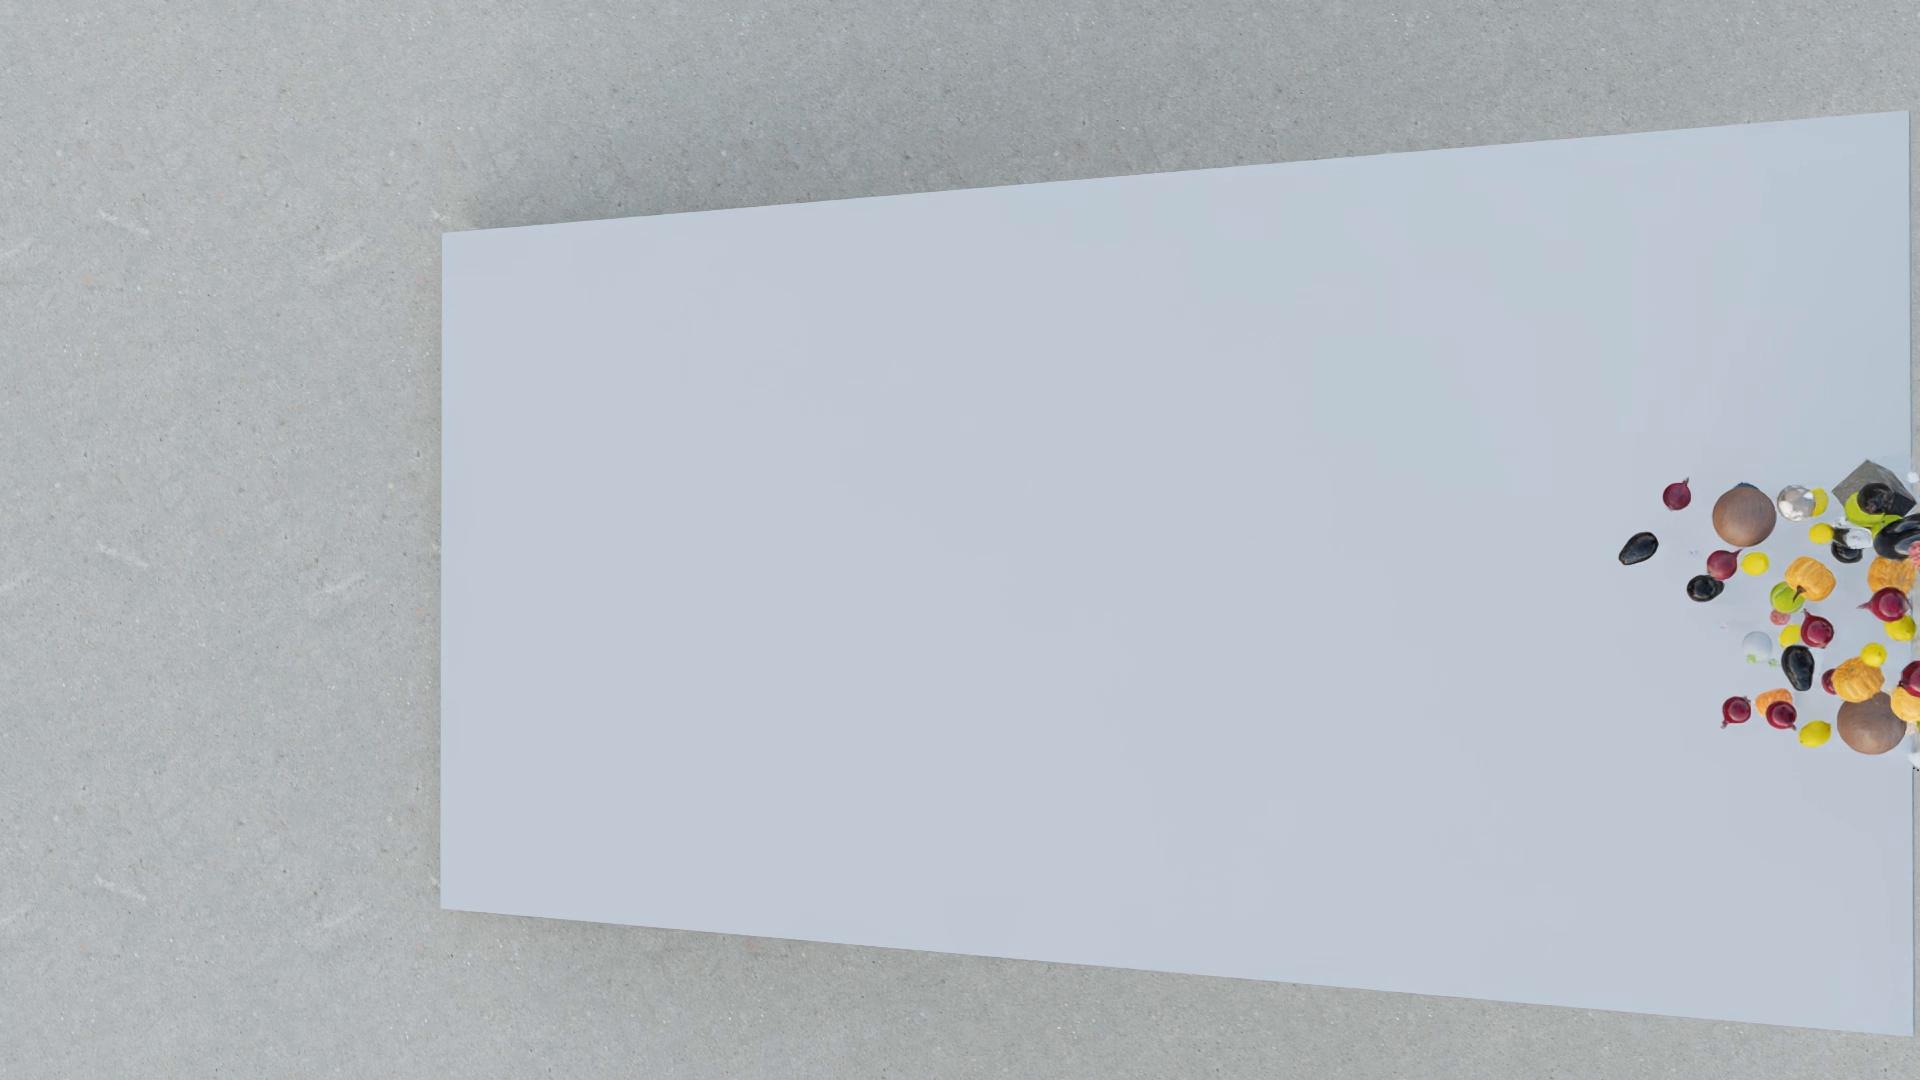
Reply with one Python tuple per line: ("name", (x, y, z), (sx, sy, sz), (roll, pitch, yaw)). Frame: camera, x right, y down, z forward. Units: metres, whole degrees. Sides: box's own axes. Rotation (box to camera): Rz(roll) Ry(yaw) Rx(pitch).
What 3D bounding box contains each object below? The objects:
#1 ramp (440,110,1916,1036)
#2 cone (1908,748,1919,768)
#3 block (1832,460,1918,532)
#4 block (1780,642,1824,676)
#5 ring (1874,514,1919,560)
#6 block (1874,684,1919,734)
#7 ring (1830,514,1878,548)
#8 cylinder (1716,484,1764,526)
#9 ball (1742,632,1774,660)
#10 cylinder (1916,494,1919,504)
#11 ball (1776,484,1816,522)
("ramp", (0.280, 0.080, 5.675), (4.000, 0.100, 2.000), (0, 89, 26))
("cone", (1.784, 0.376, 3.999), (0.084, 0.084, 0.084), (35, 79, 0))
("block", (1.750, -0.082, 4.207), (0.091, 0.091, 0.091), (16, 126, -38))
("block", (1.776, 0.250, 4.640), (0.059, 0.059, 0.059), (9, 92, -9))
("ring", (1.715, -0.008, 3.952), (0.143, 0.143, 0.048), (-24, 99, 0))
("block", (1.936, 0.347, 4.513), (0.071, 0.071, 0.071), (8, 58, -12))
("ring", (1.847, -0.019, 4.522), (0.109, 0.109, 0.036), (-15, 116, 0))
("cylinder", (1.701, -0.076, 4.797), (0.077, 0.077, 0.077), (1, 73, -4))
("ball", (1.733, 0.231, 4.778), (0.065, 0.065, 0.065), (0, 89, 0))
("cylinder", (1.723, -0.066, 3.870), (0.053, 0.053, 0.053), (44, 90, -7))
("ball", (1.481, -0.065, 3.894), (0.065, 0.065, 0.065), (0, 89, 0))
